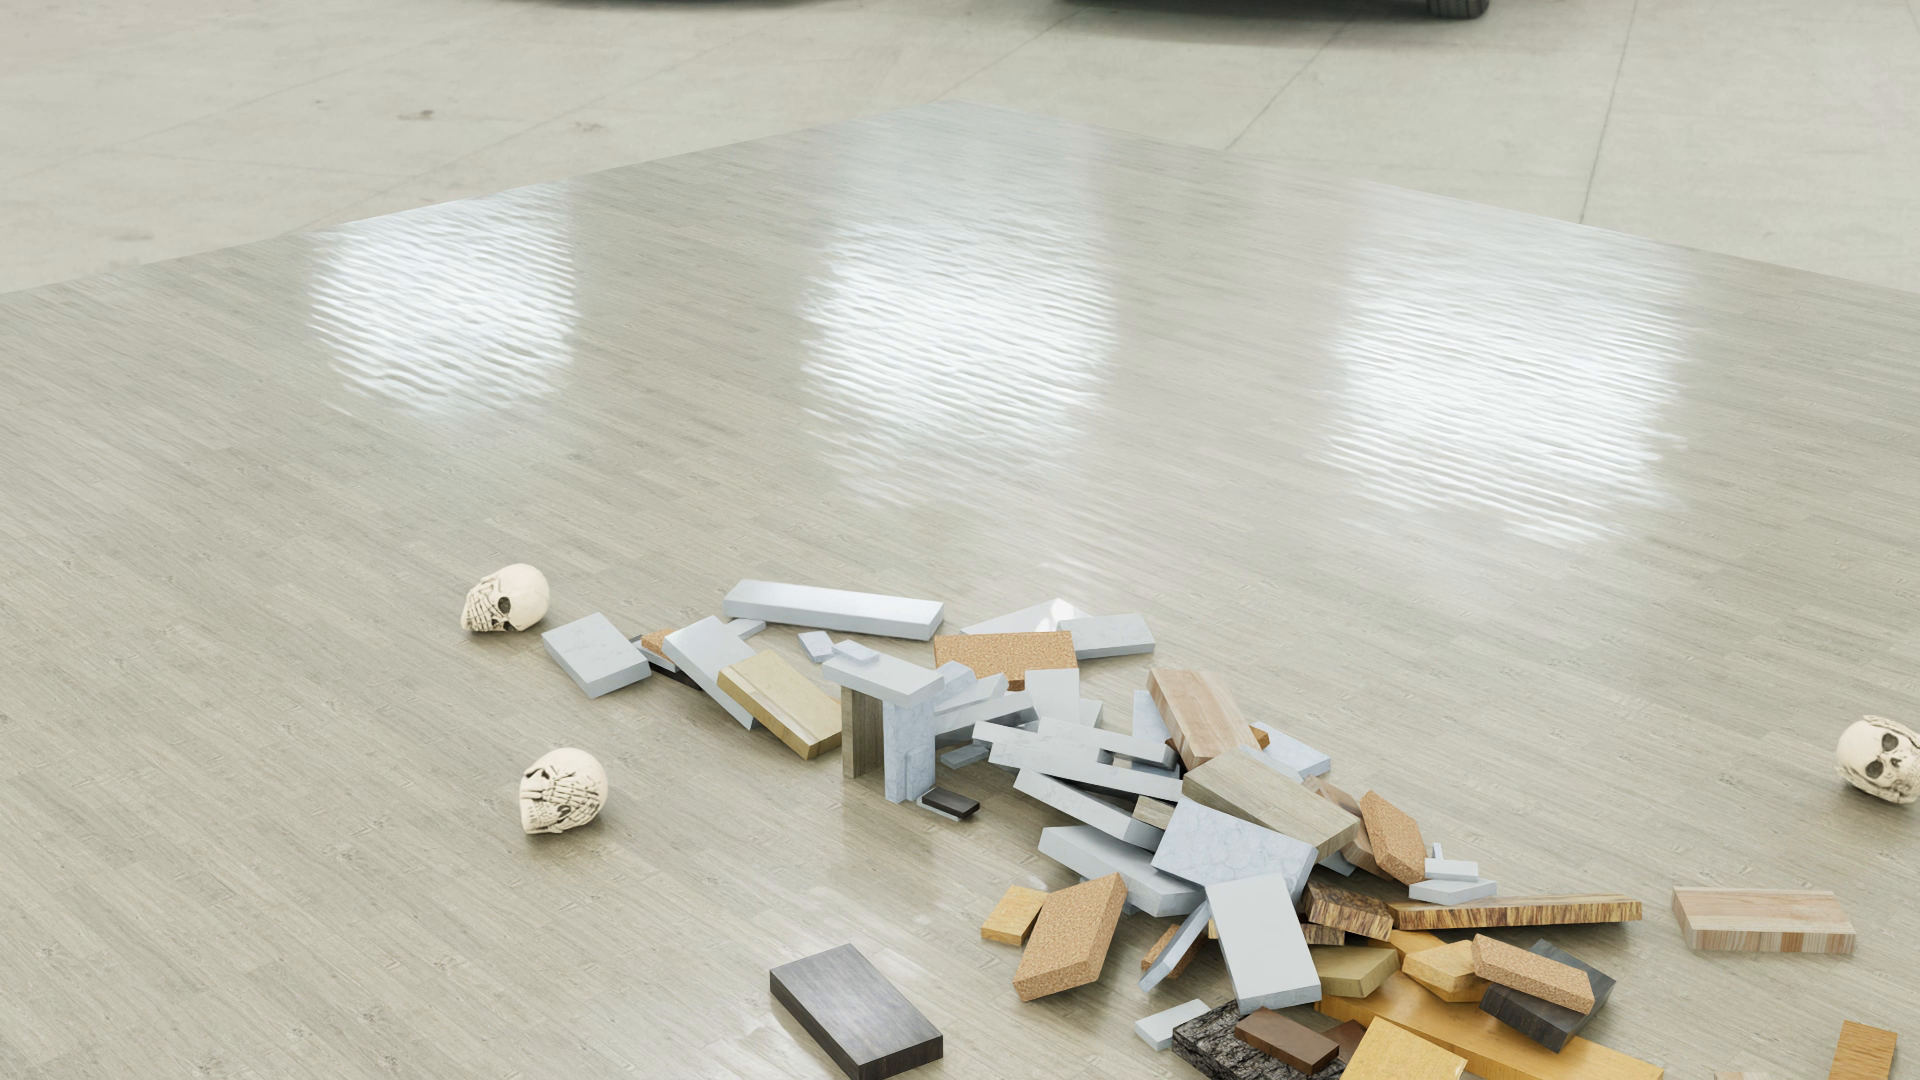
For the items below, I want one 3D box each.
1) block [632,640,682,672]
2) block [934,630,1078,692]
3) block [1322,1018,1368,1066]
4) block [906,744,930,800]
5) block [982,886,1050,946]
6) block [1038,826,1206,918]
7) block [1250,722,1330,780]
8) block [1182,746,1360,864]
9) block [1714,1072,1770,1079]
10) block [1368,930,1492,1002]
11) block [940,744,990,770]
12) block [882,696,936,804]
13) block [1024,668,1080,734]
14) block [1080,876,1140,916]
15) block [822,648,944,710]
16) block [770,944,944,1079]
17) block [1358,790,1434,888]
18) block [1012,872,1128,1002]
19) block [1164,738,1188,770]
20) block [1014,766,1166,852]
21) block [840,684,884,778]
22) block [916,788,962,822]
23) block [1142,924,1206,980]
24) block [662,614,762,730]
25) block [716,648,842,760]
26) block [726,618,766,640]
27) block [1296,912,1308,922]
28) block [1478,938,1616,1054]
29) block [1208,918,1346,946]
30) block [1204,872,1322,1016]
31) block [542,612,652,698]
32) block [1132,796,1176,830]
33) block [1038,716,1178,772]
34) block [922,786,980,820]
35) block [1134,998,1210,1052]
[{"bbox_3d":[-0.679,0.260,5.064,0.155,0.022,0.077,19,30,38],"label":"block"},{"bbox_3d":[0.104,0.281,4.986,0.314,0.044,0.157,-2,40,-5],"label":"block"},{"bbox_3d":[0.687,0.874,3.664,0.099,0.028,0.199,-15,27,-31],"label":"block"},{"bbox_3d":[-0.085,0.476,4.502,0.015,0.107,0.054,20,30,39],"label":"block"},{"bbox_3d":[0.105,0.697,4.089,0.078,0.022,0.157,9,25,20],"label":"block"},{"bbox_3d":[0.315,0.624,4.170,0.158,0.045,0.316,4,14,-44],"label":"block"},{"bbox_3d":[0.672,0.450,4.662,0.104,0.030,0.209,-17,28,-35],"label":"block"},{"bbox_3d":[0.588,0.504,4.171,0.153,0.043,0.306,-22,38,-40],"label":"block"},{"bbox_3d":[1.286,0.923,3.555,0.086,0.024,0.172,1,23,1],"label":"block"},{"bbox_3d":[0.838,0.749,3.876,0.119,0.034,0.238,5,11,-26],"label":"block"},{"bbox_3d":[0.011,0.458,4.664,0.095,0.014,0.048,-17,28,-35],"label":"block"},{"bbox_3d":[-0.103,0.412,4.495,0.033,0.230,0.115,19,30,39],"label":"block"},{"bbox_3d":[0.198,0.378,4.695,0.117,0.033,0.233,-3,48,5],"label":"block"},{"bbox_3d":[0.298,0.664,4.170,0.068,0.019,0.135,-19,29,-37],"label":"block"},{"bbox_3d":[-0.157,0.278,4.476,0.230,0.033,0.115,17,28,35],"label":"block"},{"bbox_3d":[-0.182,0.813,3.785,0.162,0.046,0.324,-13,26,-29],"label":"block"},{"bbox_3d":[0.846,0.585,4.254,0.121,0.034,0.241,35,20,-12],"label":"block"},{"bbox_3d":[0.200,0.711,3.951,0.149,0.042,0.297,-21,15,22],"label":"block"},{"bbox_3d":[0.524,0.468,4.551,0.099,0.028,0.199,-14,40,-41],"label":"block"},{"bbox_3d":[0.267,0.533,4.317,0.158,0.045,0.316,25,-3,-42],"label":"block"},{"bbox_3d":[-0.194,0.372,4.589,0.033,0.230,0.115,20,30,39],"label":"block"},{"bbox_3d":[-0.030,0.538,4.473,0.107,0.015,0.054,18,29,36],"label":"block"},{"bbox_3d":[0.388,0.745,3.981,0.067,0.019,0.135,12,26,27],"label":"block"},{"bbox_3d":[-0.509,0.292,4.884,0.296,0.042,0.148,39,41,25],"label":"block"},{"bbox_3d":[-0.374,0.355,4.770,0.296,0.042,0.148,36,39,30],"label":"block"},{"bbox_3d":[-0.529,0.215,5.230,0.064,0.018,0.128,16,28,33],"label":"block"},{"bbox_3d":[0.661,0.707,4.077,0.097,0.014,0.049,-8,24,-19],"label":"block"},{"bbox_3d":[1.007,0.776,3.758,0.146,0.041,0.293,29,21,25],"label":"block"},{"bbox_3d":[0.574,0.705,3.964,0.238,0.034,0.119,1,-8,12],"label":"block"},{"bbox_3d":[0.527,0.702,3.843,0.140,0.040,0.280,-11,35,-1],"label":"block"},{"bbox_3d":[-0.839,0.263,5.058,0.148,0.042,0.296,-22,30,-23],"label":"block"},{"bbox_3d":[0.502,0.571,4.215,0.316,0.045,0.158,19,-4,24],"label":"block"},{"bbox_3d":[0.305,0.420,4.524,0.268,0.038,0.134,12,-10,19],"label":"block"},{"bbox_3d":[-0.019,0.532,4.450,0.107,0.015,0.054,17,28,34],"label":"block"},{"bbox_3d":[0.374,0.832,3.776,0.135,0.019,0.067,-13,26,-28],"label":"block"}]
